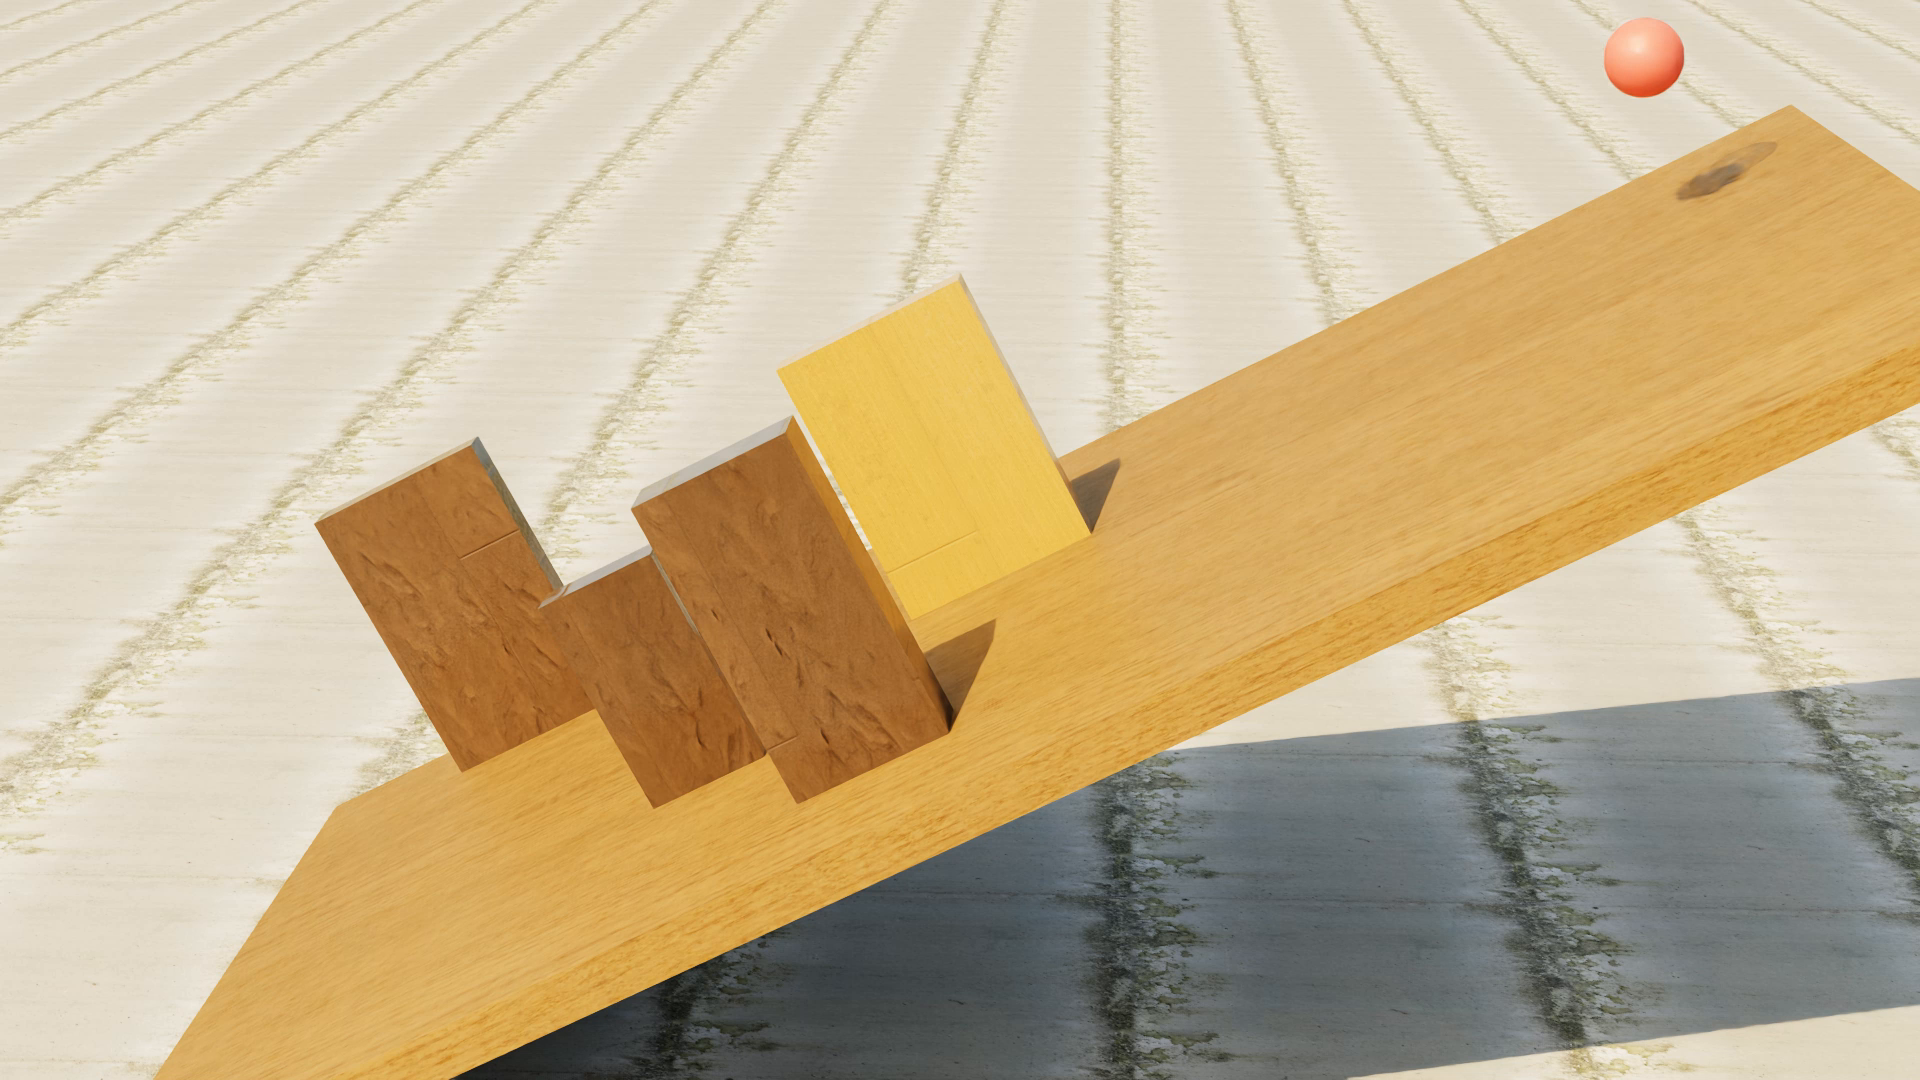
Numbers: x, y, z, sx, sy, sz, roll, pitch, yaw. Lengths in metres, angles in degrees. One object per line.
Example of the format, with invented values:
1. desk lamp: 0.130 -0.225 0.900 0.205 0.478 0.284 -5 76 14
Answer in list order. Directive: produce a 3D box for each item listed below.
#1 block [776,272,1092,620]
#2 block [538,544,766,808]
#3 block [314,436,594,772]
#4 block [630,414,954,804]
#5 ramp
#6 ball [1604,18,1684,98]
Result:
1. block: -0.053 -0.201 6.438 0.444 0.635 0.084 -26 14 10
2. block: -0.633 0.282 6.115 0.264 0.492 0.098 -26 14 10
3. block: -1.195 0.162 7.169 0.441 0.715 0.085 -26 14 10
4. block: -0.317 0.137 5.658 0.333 0.667 0.137 -26 14 10
5. ramp: 0.140 0.168 6.281 4.000 0.100 2.000 -26 14 10
6. ball: 1.457 -1.028 6.266 0.169 0.169 0.169 0 17 0
